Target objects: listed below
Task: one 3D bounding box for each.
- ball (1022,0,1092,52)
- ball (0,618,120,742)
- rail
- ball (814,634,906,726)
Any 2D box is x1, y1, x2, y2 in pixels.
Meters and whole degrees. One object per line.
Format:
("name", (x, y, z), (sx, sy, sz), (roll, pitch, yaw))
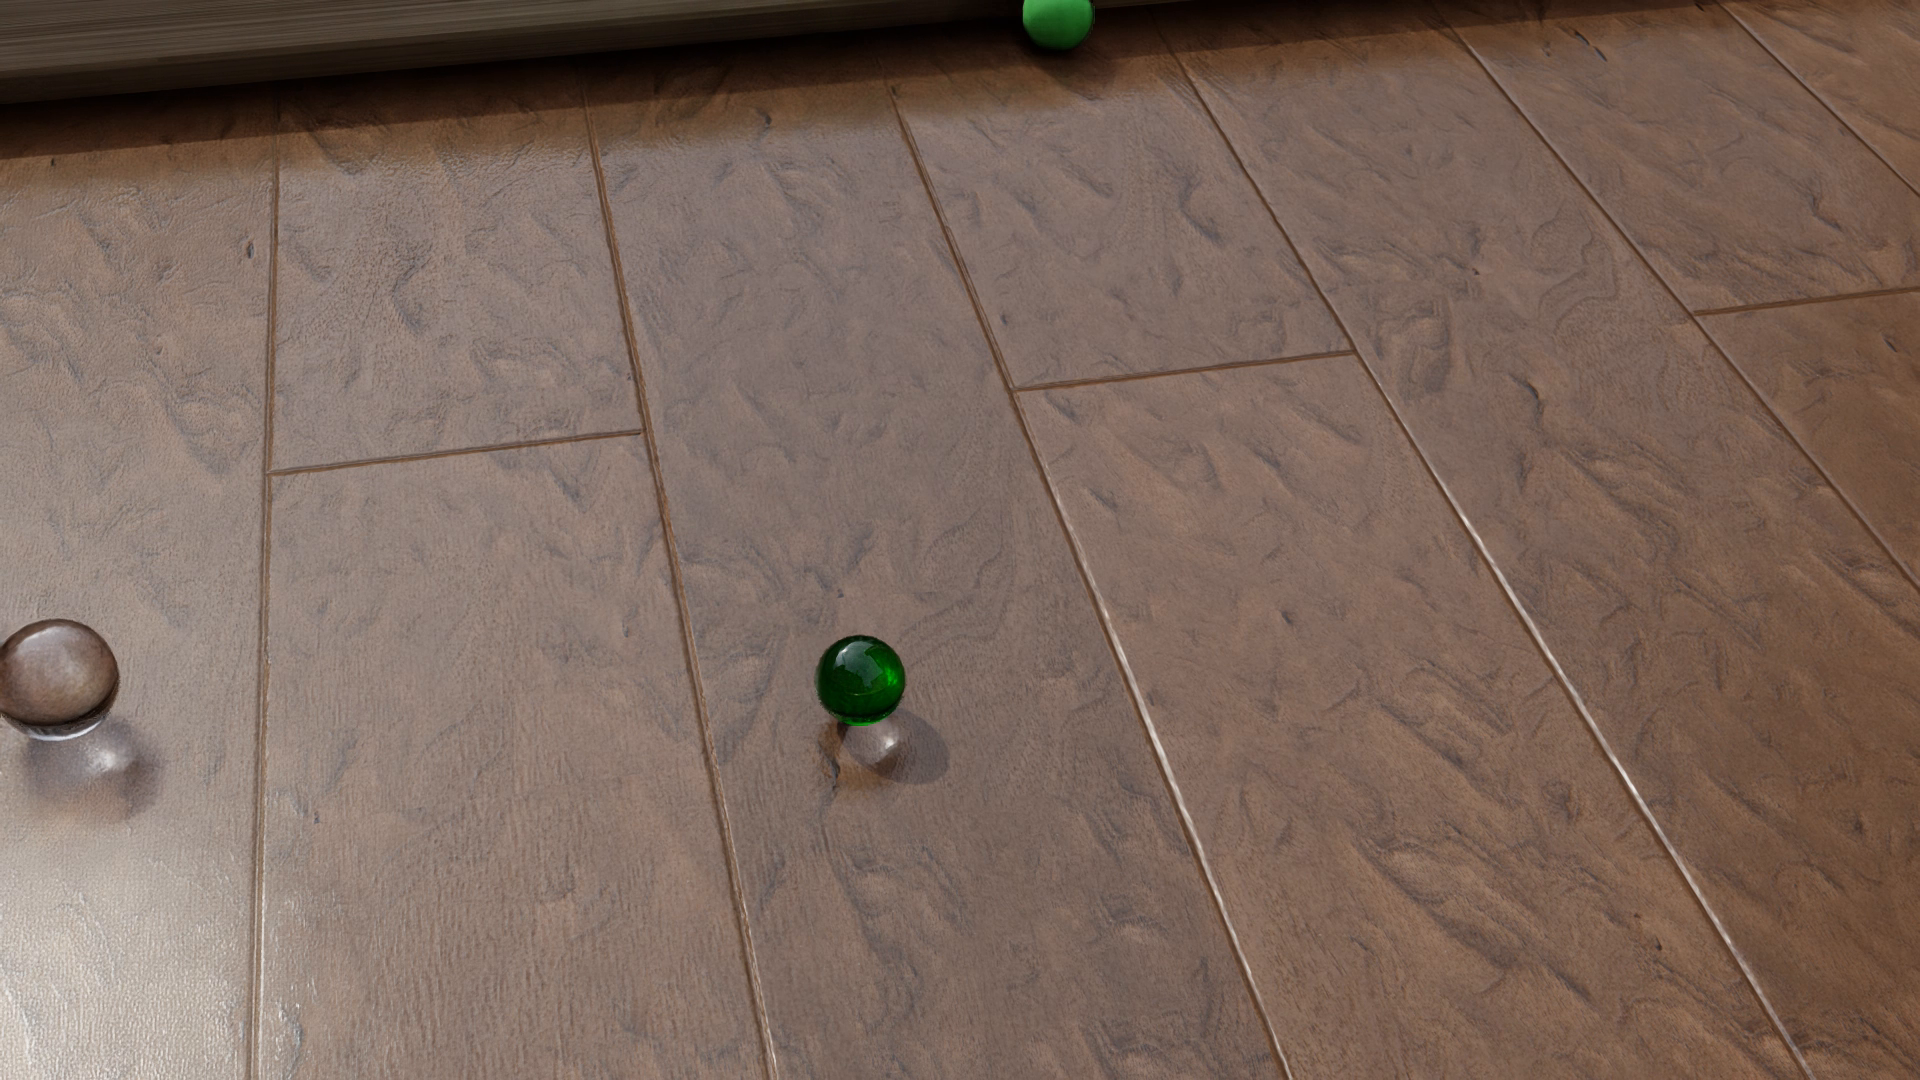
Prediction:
("ball", (0.082, -0.446, 2.180), (0.060, 0.060, 0.060), (0, 36, 0))
("ball", (-0.513, 0.079, 1.456), (0.070, 0.070, 0.070), (0, 36, 0))
("rail", (0.606, -0.551, 2.297), (3.103, 0.091, 0.045), (-7, 37, -9))
("ball", (-0.057, 0.080, 1.470), (0.052, 0.052, 0.052), (0, 36, 0))
